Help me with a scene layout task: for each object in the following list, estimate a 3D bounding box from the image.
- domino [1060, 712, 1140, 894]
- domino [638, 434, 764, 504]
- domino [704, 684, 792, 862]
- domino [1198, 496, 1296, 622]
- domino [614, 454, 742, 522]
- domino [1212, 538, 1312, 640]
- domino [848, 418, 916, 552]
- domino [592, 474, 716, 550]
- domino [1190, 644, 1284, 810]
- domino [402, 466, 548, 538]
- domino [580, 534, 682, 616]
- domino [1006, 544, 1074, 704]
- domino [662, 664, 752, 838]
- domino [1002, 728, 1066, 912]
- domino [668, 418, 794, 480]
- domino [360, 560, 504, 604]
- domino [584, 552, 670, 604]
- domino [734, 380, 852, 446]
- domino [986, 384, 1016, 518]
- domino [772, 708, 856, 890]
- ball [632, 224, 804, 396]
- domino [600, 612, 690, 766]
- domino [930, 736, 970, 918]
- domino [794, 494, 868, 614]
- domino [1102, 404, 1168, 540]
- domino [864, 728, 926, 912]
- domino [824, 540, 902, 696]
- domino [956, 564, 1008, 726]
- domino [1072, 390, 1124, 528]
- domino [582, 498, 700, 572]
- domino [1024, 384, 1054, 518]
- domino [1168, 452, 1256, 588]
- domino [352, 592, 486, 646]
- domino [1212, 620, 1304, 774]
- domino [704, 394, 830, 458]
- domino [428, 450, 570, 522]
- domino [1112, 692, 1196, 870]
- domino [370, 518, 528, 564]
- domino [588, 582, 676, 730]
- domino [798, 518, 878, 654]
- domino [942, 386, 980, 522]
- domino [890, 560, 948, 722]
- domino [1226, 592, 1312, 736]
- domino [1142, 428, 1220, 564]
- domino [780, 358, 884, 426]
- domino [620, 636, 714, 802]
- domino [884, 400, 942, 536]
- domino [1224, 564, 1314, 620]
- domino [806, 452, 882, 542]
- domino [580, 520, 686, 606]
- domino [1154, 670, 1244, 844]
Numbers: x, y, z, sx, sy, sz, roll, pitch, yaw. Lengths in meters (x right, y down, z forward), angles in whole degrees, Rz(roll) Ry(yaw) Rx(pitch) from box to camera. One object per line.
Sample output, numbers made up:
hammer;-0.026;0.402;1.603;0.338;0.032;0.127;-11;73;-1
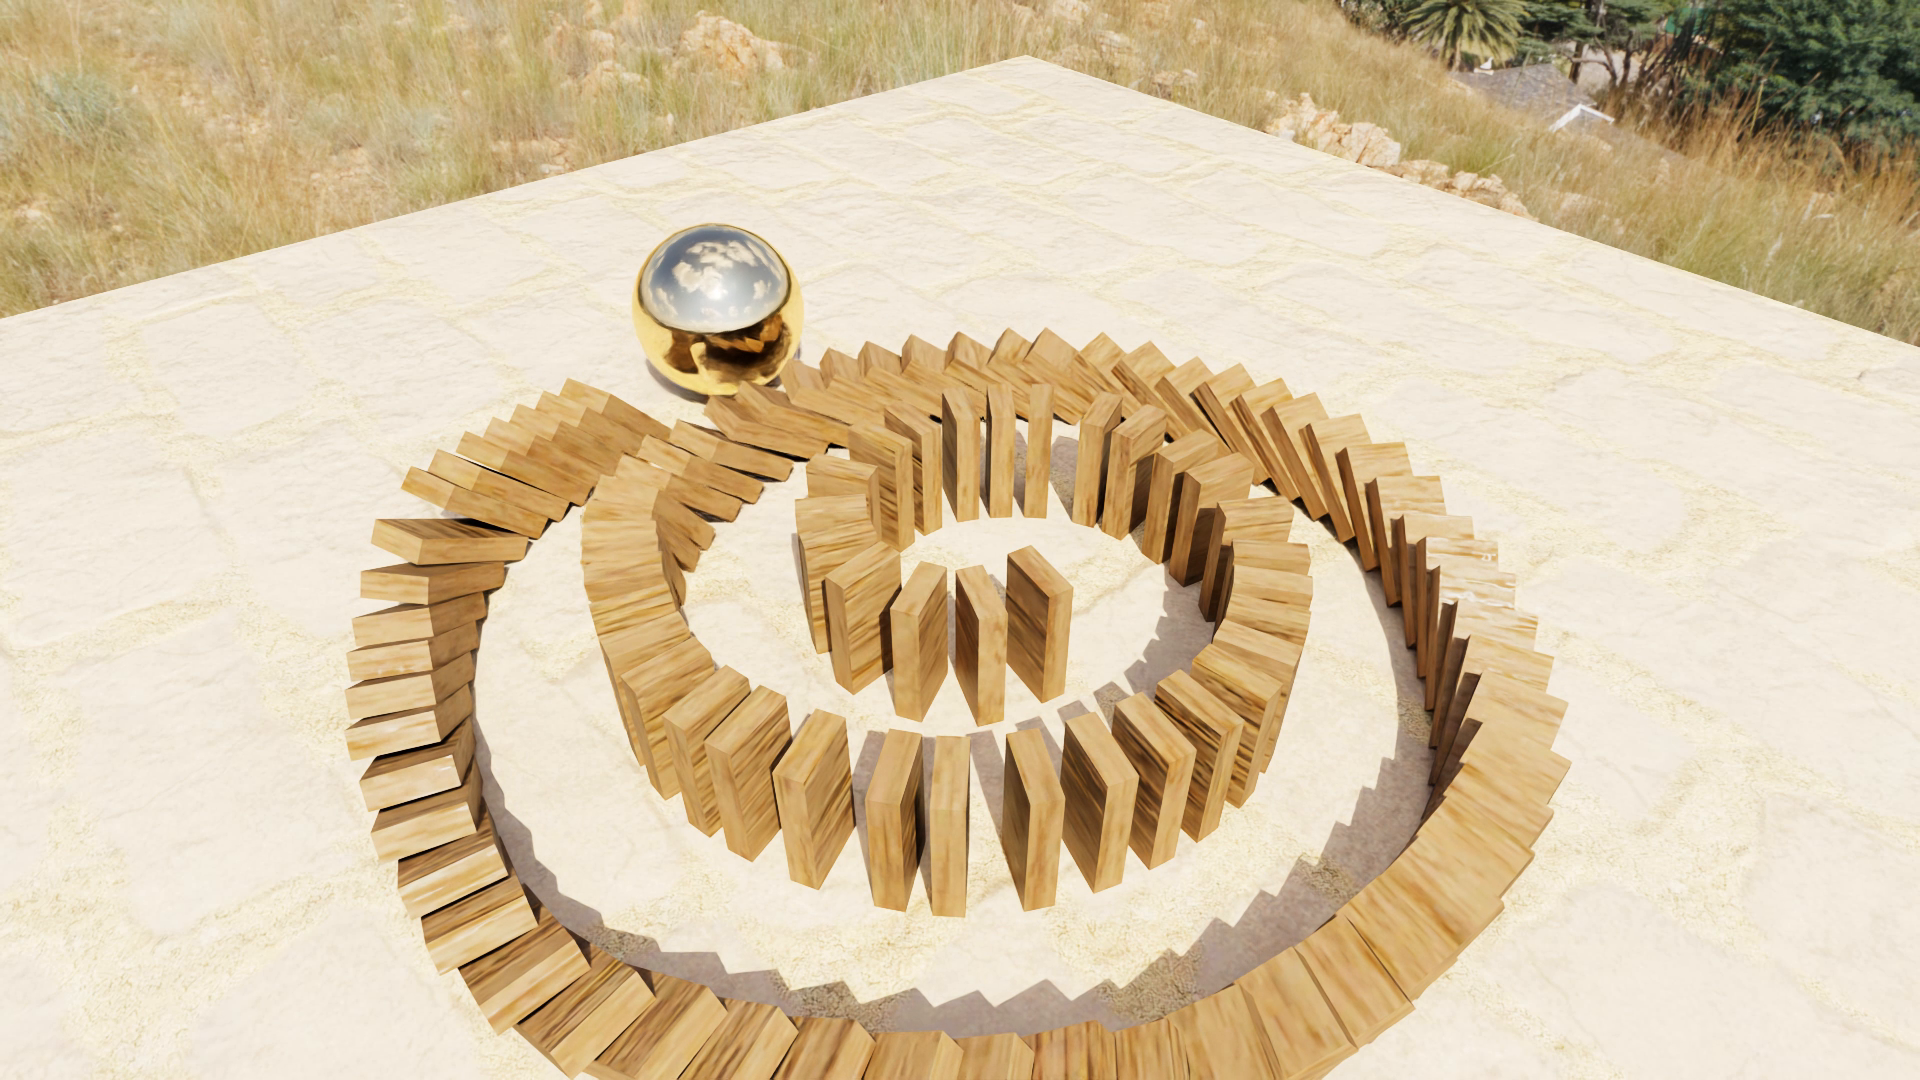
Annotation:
domino;0.039;0.076;0.318;0.009;0.050;0.025;-15;42;-17
domino;-0.106;-0.029;0.453;0.025;0.010;0.050;24;0;26
domino;-0.061;0.070;0.326;0.010;0.050;0.025;20;43;23
domino;0.104;0.007;0.402;0.025;0.050;0.009;-6;40;-7
domino;-0.112;-0.020;0.442;0.025;0.050;0.010;20;88;23
domino;0.104;0.023;0.384;0.025;0.050;0.009;4;39;5
domino;-0.031;-0.021;0.437;0.025;0.050;0.010;28;47;30
domino;-0.118;-0.010;0.427;0.025;0.050;0.010;13;77;16
domino;0.082;0.058;0.340;0.025;0.050;0.009;30;48;31
domino;-0.190;-0.014;0.434;0.025;0.050;0.009;21;85;24
domino;-0.115;0.019;0.388;0.025;0.050;0.010;-5;52;-6
domino;0.026;0.029;0.376;0.009;0.050;0.025;-20;44;-23
domino;-0.073;0.064;0.333;0.010;0.050;0.025;26;46;28
domino;0.020;0.080;0.313;0.010;0.050;0.025;-8;40;-10
domino;-0.096;-0.038;0.466;0.025;0.010;0.050;26;6;28
domino;-0.193;0.014;0.405;0.025;0.009;0.050;5;6;6
domino;-0.111;0.027;0.378;0.025;0.050;0.009;-9;45;-11
domino;-0.072;-0.056;0.490;0.050;0.009;0.025;12;21;-46
domino;0.016;-0.037;0.456;0.010;0.050;0.025;-2;39;-3
domino;-0.041;0.076;0.319;0.009;0.050;0.025;14;41;17
ball;-0.114;-0.108;0.520;0.080;0.080;0.080;0;39;0
domino;-0.097;0.048;0.353;0.025;0.050;0.009;-21;44;-24
domino;-0.002;0.082;0.312;0.009;0.050;0.025;2;39;2
domino;-0.046;0.007;0.403;0.025;0.050;0.009;-5;40;-6
domino;0.070;-0.027;0.444;0.010;0.050;0.025;28;47;30
domino;-0.018;0.080;0.313;0.009;0.050;0.025;8;40;9
domino;-0.032;0.027;0.378;0.010;0.050;0.025;31;49;32
domino;0.007;0.036;0.368;0.010;0.050;0.025;-11;41;-13
domino;0.056;-0.033;0.451;0.009;0.050;0.025;16;42;19
domino;-0.119;-0.001;0.415;0.025;0.050;0.010;7;73;9
domino;0.033;-0.036;0.456;0.010;0.050;0.025;4;39;4
domino;0.096;-0.007;0.420;0.025;0.050;0.010;-19;43;-22
domino;-0.189;0.027;0.388;0.025;0.009;0.050;-8;4;-4
domino;0.091;0.050;0.350;0.025;0.050;0.010;20;43;22
domino;-0.084;-0.049;0.482;0.050;0.010;0.025;11;22;-48
domino;-0.185;-0.021;0.443;0.025;0.050;0.010;21;85;24
domino;0.055;0.072;0.324;0.009;0.050;0.025;-20;43;-22
domino;-0.195;0.000;0.423;0.025;0.010;0.050;19;9;22
domino;-0.104;0.039;0.364;0.025;0.050;0.010;-16;42;-18
domino;-0.042;0.017;0.391;0.025;0.050;0.010;-13;41;-15
domino;0.000;-0.035;0.454;0.009;0.050;0.025;-9;40;-11
domino;-0.013;0.035;0.369;0.009;0.050;0.025;13;41;16
domino;0.097;0.042;0.361;0.025;0.050;0.009;13;41;16
domino;0.086;-0.016;0.432;0.025;0.050;0.010;-26;46;-28
domino;-0.056;-0.065;0.502;0.050;0.010;0.025;17;28;-34
domino;-0.087;0.056;0.343;0.025;0.050;0.009;-29;48;-31
domino;-0.019;-0.029;0.447;0.009;0.050;0.025;-27;46;-29
domino;0.102;0.032;0.372;0.025;0.050;0.009;8;40;10
domino;-0.044;-0.008;0.421;0.025;0.050;0.010;13;41;16
domino;-0.118;0.009;0.400;0.025;0.050;0.009;-1;62;-2
domino;0.069;0.066;0.331;0.010;0.050;0.025;-26;46;-28
